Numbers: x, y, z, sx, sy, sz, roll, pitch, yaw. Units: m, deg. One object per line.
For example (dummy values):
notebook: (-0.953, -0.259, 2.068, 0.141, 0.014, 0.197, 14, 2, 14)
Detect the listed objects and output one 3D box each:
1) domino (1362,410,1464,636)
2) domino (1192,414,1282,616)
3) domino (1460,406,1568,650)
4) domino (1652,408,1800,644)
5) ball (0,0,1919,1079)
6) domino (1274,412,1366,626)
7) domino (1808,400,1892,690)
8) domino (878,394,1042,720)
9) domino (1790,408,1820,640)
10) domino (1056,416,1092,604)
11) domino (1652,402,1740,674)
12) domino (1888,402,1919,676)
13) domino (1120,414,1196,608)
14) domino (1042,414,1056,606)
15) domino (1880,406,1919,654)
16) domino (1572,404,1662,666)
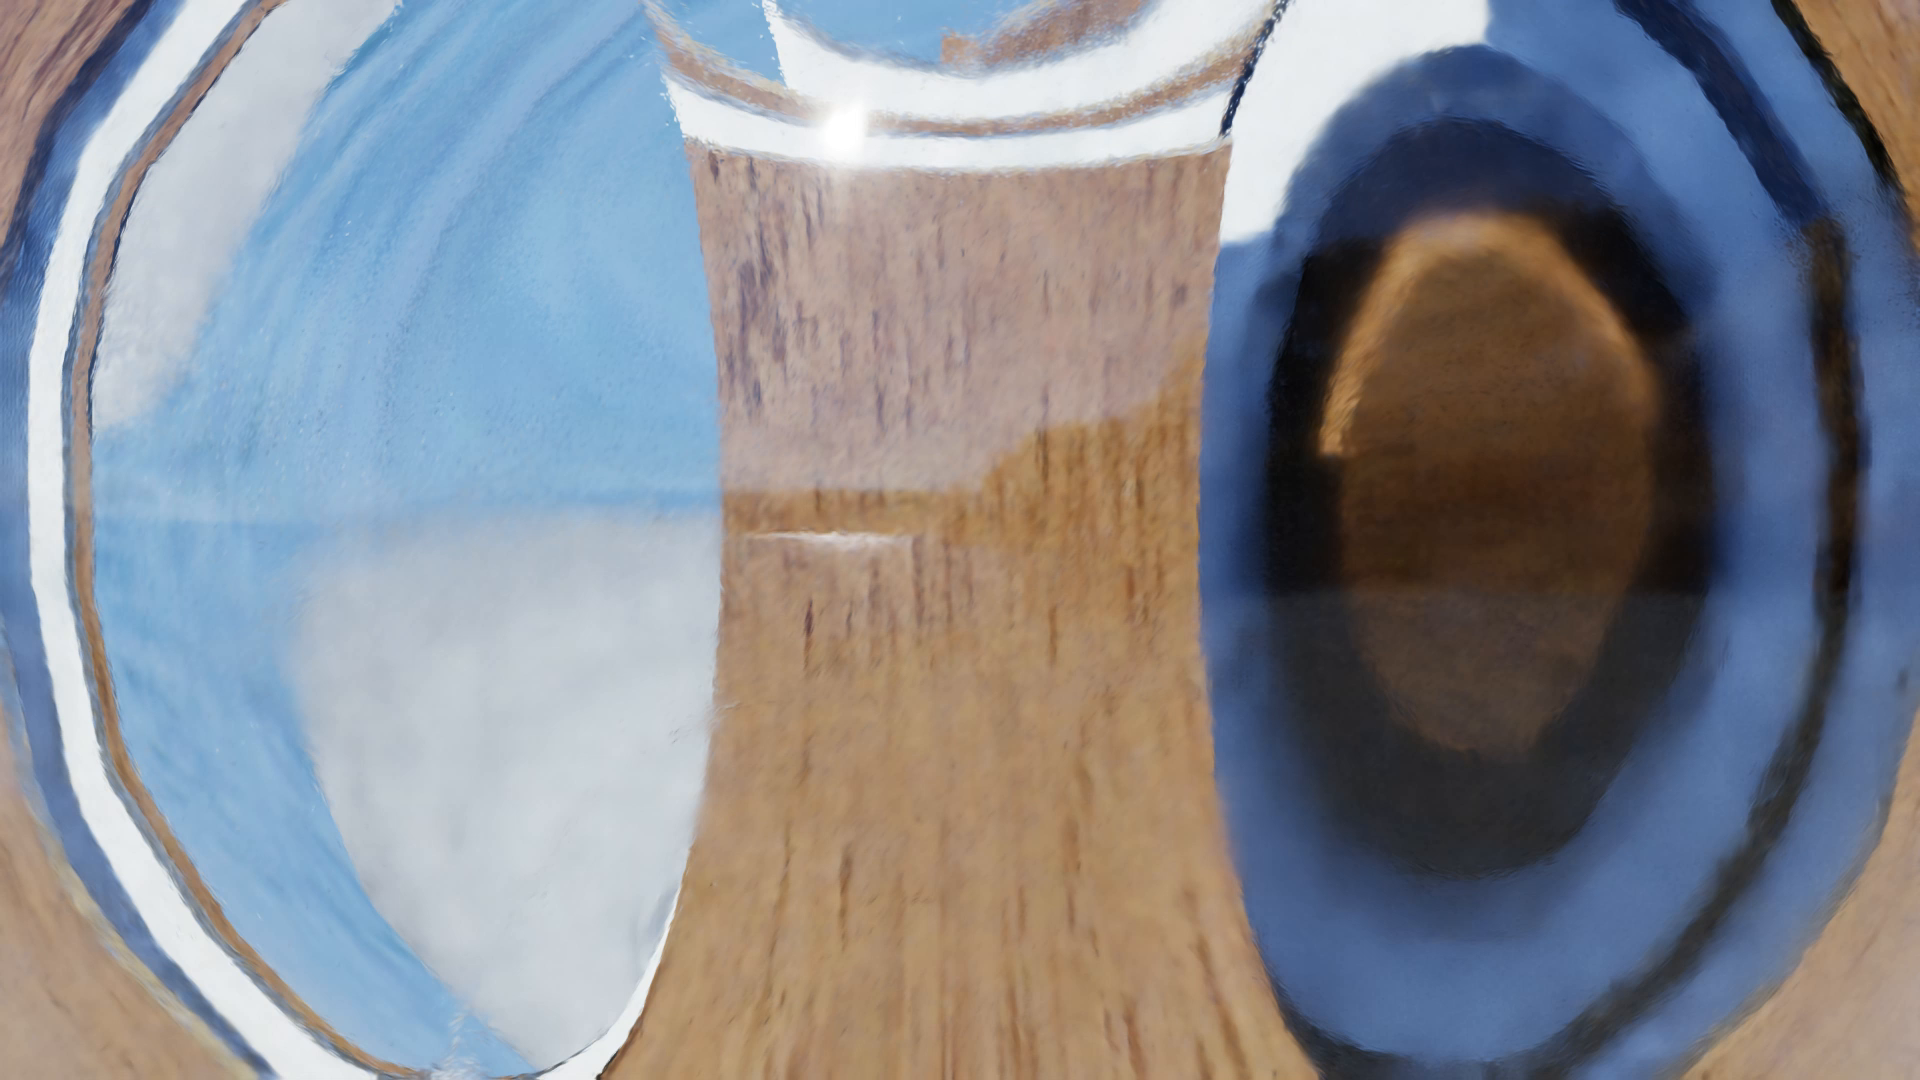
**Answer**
domino: (0.104, -0.004, 0.293, 0.025, 0.050, 0.009, -4, 6, -40)
domino: (0.071, -0.007, 0.328, 0.010, 0.050, 0.025, 4, 6, 44)
domino: (0.119, -0.003, 0.275, 0.025, 0.050, 0.009, -3, 6, -39)
domino: (0.168, -0.004, 0.283, 0.025, 0.050, 0.010, 4, 6, 40)
ball: (0.000, -0.002, 0.056, 0.080, 0.080, 0.080, 0, 4, 0)
domino: (0.088, -0.006, 0.311, 0.025, 0.050, 0.010, -4, 6, -43)
domino: (0.161, 0.000, 0.233, 0.010, 0.050, 0.025, 3, 5, 32)
domino: (0.000, 0.002, 0.201, 0.025, 0.050, 0.010, 0, 4, 0)
domino: (0.191, -0.004, 0.285, 0.009, 0.050, 0.025, 1, 4, 17)
domino: (0.031, -0.009, 0.354, 0.009, 0.050, 0.025, 1, 4, 7)
domino: (0.142, -0.001, 0.248, 0.009, 0.050, 0.025, 3, 5, 38)
domino: (0.184, 0.000, 0.230, 0.010, 0.050, 0.025, -2, 5, -23)
domino: (0.053, -0.008, 0.344, 0.009, 0.050, 0.025, 3, 5, 35)
domino: (0.012, -0.008, 0.342, 0.025, 0.050, 0.009, 2, 5, 29)
domino: (0.205, -0.002, 0.267, 0.025, 0.050, 0.009, -1, 4, -16)
domino: (0.134, -0.002, 0.256, 0.025, 0.050, 0.010, -3, 6, -39)
